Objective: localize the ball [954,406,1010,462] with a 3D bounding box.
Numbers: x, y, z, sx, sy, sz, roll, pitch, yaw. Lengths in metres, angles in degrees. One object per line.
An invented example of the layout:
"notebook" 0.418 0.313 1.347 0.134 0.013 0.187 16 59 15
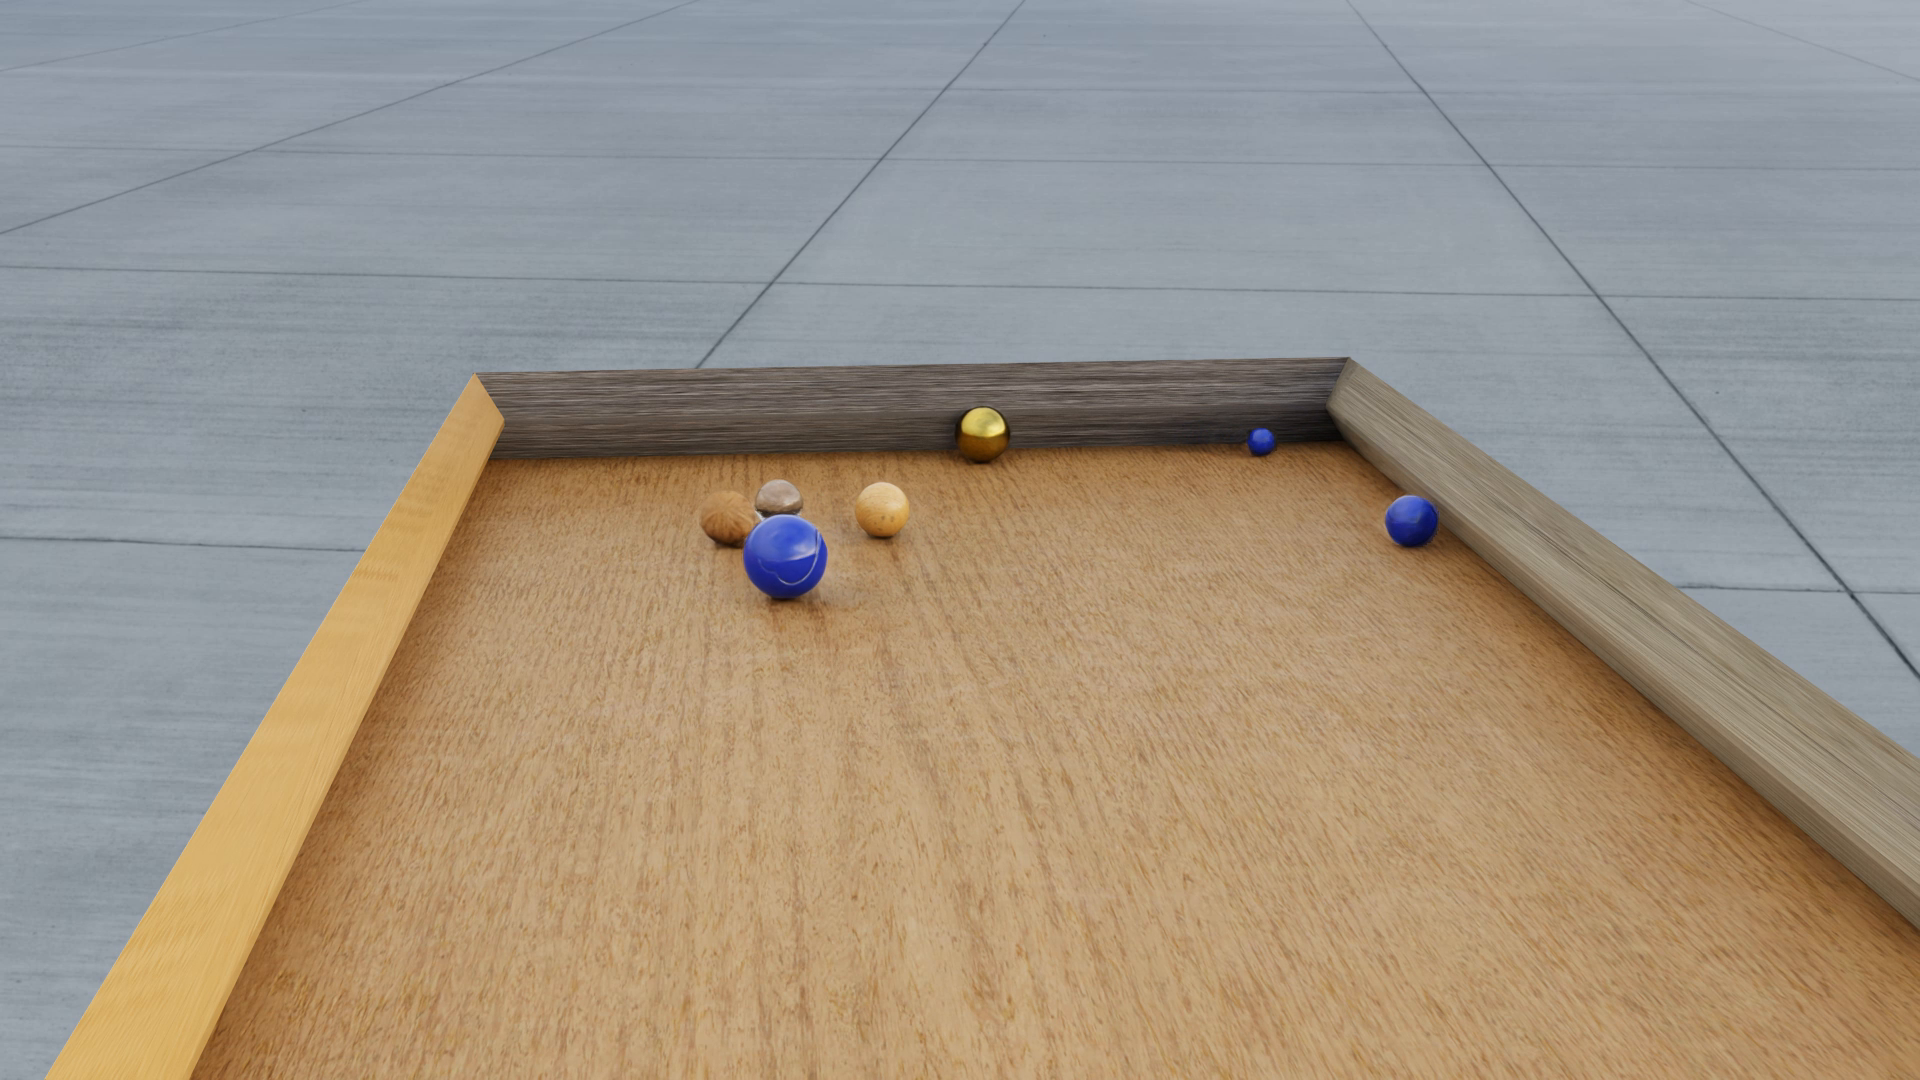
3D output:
"ball" 0.032 -0.152 3.162 0.081 0.081 0.081 0 15 0

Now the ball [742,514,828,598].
"ball" -0.200 0.019 2.514 0.097 0.097 0.097 0 15 0

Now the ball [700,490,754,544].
"ball" -0.289 -0.028 2.738 0.068 0.068 0.068 0 15 0

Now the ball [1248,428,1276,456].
"ball" 0.440 -0.143 3.203 0.041 0.041 0.041 0 15 0

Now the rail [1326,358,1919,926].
"rail" 0.674 0.123 2.081 0.045 0.126 2.504 -1 16 -5

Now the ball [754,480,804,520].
"ball" -0.231 -0.045 2.812 0.062 0.062 0.062 0 15 0

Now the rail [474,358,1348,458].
"rail" -0.057 -0.188 3.203 1.283 0.126 0.045 -1 16 -5

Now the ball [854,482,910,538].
"ball" -0.098 -0.038 2.771 0.070 0.070 0.070 0 15 0

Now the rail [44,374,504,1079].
"rail" -0.556 0.154 1.969 0.045 0.126 2.504 -1 16 -5

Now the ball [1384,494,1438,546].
"ball" 0.560 -0.024 2.729 0.065 0.065 0.065 0 15 0
